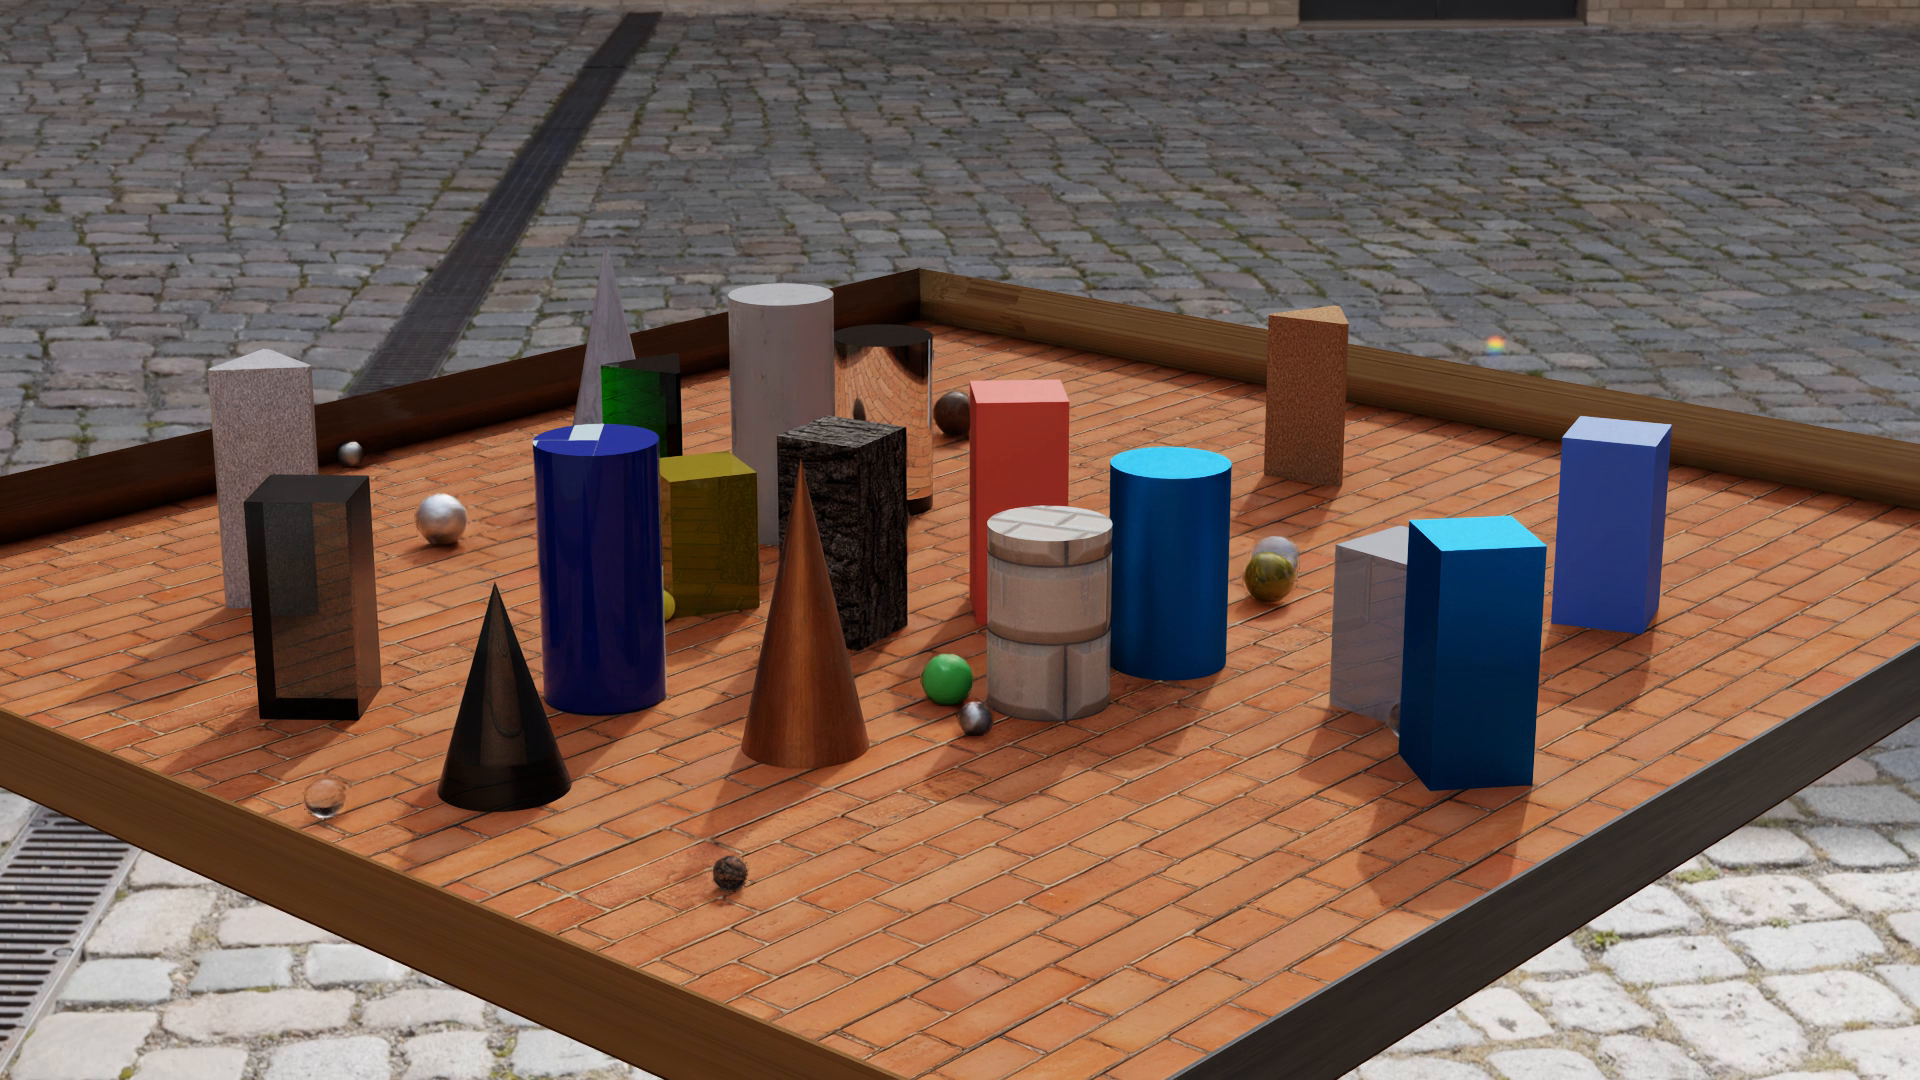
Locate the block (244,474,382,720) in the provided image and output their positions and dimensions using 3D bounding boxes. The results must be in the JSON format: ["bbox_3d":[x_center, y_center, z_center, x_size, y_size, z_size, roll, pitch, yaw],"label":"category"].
[{"bbox_3d":[-1.001,0.088,4.549,0.155,0.349,0.155,1,17,2],"label":"block"}]

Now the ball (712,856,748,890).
[{"bbox_3d":[-0.306,0.443,3.898,0.046,0.046,0.046,0,17,0],"label":"ball"}]

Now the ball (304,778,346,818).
[{"bbox_3d":[-0.897,0.364,4.141,0.057,0.057,0.057,0,17,0],"label":"ball"}]

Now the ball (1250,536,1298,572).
[{"bbox_3d":[0.556,0.035,5.187,0.083,0.083,0.083,0,17,0],"label":"ball"}]

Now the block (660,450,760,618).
[{"bbox_3d":[-0.447,-0.011,5.064,0.155,0.242,0.155,-7,18,-22],"label":"block"}]

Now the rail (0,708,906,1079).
[{"bbox_3d":[-1.040,0.377,3.974,3.063,0.126,0.045,14,22,39],"label":"rail"}]

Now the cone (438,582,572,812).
[{"bbox_3d":[-0.661,0.208,4.212,0.194,0.314,0.194,0,17,0],"label":"cone"}]

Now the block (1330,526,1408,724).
[{"bbox_3d":[0.688,0.134,4.551,0.155,0.261,0.155,-15,22,-40],"label":"block"}]

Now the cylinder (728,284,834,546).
[{"bbox_3d":[-0.329,-0.234,5.439,0.194,0.452,0.194,0,17,0],"label":"cylinder"}]

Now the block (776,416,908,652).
[{"bbox_3d":[-0.195,-0.013,4.889,0.155,0.347,0.155,9,19,29],"label":"block"}]

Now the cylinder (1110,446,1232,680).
[{"bbox_3d":[0.338,0.037,4.743,0.194,0.336,0.194,0,17,0],"label":"cylinder"}]

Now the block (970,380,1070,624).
[{"bbox_3d":[0.099,-0.066,4.996,0.155,0.386,0.155,-1,17,-4],"label":"block"}]

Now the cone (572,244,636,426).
[{"bbox_3d":[-0.705,-0.378,5.902,0.194,0.460,0.194,0,17,0],"label":"cone"}]

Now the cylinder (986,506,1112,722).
[{"bbox_3d":[0.139,0.113,4.568,0.194,0.291,0.194,0,17,0],"label":"cylinder"}]

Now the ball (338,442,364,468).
[{"bbox_3d":[-1.232,-0.174,5.931,0.052,0.052,0.052,0,17,0],"label":"ball"}]

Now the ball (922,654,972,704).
[{"bbox_3d":[-0.020,0.217,4.586,0.080,0.080,0.080,0,17,0],"label":"ball"}]

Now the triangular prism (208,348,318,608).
[{"bbox_3d":[-1.193,-0.109,5.077,0.168,0.422,0.145,-3,17,-9],"label":"triangular prism"}]

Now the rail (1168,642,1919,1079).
[{"bbox_3d":[1.138,0.317,4.174,0.045,0.126,3.219,14,22,39],"label":"rail"}]

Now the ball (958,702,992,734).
[{"bbox_3d":[0.023,0.271,4.461,0.050,0.050,0.050,0,17,0],"label":"ball"}]

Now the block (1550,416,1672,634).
[{"bbox_3d":[1.104,-0.027,4.970,0.155,0.326,0.155,7,18,21],"label":"block"}]

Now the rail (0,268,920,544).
[{"bbox_3d":[-1.138,-0.254,6.067,0.045,0.126,3.219,14,22,39],"label":"rail"}]

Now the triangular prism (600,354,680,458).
[{"bbox_3d":[-0.573,-0.200,5.607,0.168,0.291,0.145,7,18,22],"label":"triangular prism"}]

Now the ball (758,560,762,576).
[{"bbox_3d":[-0.378,0.051,5.189,0.052,0.052,0.052,0,17,0],"label":"ball"}]

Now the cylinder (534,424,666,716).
[{"bbox_3d":[-0.560,0.045,4.572,0.194,0.418,0.194,0,17,0],"label":"cylinder"}]

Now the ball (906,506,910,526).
[{"bbox_3d":[-0.136,-0.045,5.449,0.084,0.084,0.084,0,17,0],"label":"ball"}]

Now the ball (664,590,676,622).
[{"bbox_3d":[-0.512,0.112,4.976,0.057,0.057,0.057,0,17,0],"label":"ball"}]

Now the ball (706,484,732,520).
[{"bbox_3d":[-0.450,-0.073,5.571,0.067,0.067,0.067,0,17,0],"label":"ball"}]

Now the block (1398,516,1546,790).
[{"bbox_3d":[0.744,0.164,4.274,0.155,0.363,0.155,-3,17,-8],"label":"block"}]

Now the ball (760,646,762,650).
[{"bbox_3d":[-0.278,0.182,4.694,0.085,0.085,0.085,0,17,0],"label":"ball"}]

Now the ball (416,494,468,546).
[{"bbox_3d":[-0.957,-0.038,5.408,0.094,0.094,0.094,0,17,0],"label":"ball"}]

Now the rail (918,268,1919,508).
[{"bbox_3d":[1.040,-0.314,6.267,3.063,0.126,0.045,14,22,39],"label":"rail"}]

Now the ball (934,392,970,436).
[{"bbox_3d":[-0.009,-0.266,6.167,0.094,0.094,0.094,0,17,0],"label":"ball"}]

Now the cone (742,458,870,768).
[{"bbox_3d":[-0.233,0.095,4.355,0.194,0.449,0.194,0,17,0],"label":"cone"}]

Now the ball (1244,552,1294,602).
[{"bbox_3d":[0.536,0.065,5.079,0.088,0.088,0.088,0,17,0],"label":"ball"}]

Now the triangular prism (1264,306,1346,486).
[{"bbox_3d":[0.718,-0.294,5.851,0.168,0.328,0.145,10,19,29],"label":"triangular prism"}]

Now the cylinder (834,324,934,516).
[{"bbox_3d":[-0.148,-0.229,5.626,0.194,0.335,0.194,0,17,0],"label":"cylinder"}]

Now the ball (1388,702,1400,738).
[{"bbox_3d":[0.680,0.273,4.433,0.062,0.062,0.062,0,17,0],"label":"ball"}]
